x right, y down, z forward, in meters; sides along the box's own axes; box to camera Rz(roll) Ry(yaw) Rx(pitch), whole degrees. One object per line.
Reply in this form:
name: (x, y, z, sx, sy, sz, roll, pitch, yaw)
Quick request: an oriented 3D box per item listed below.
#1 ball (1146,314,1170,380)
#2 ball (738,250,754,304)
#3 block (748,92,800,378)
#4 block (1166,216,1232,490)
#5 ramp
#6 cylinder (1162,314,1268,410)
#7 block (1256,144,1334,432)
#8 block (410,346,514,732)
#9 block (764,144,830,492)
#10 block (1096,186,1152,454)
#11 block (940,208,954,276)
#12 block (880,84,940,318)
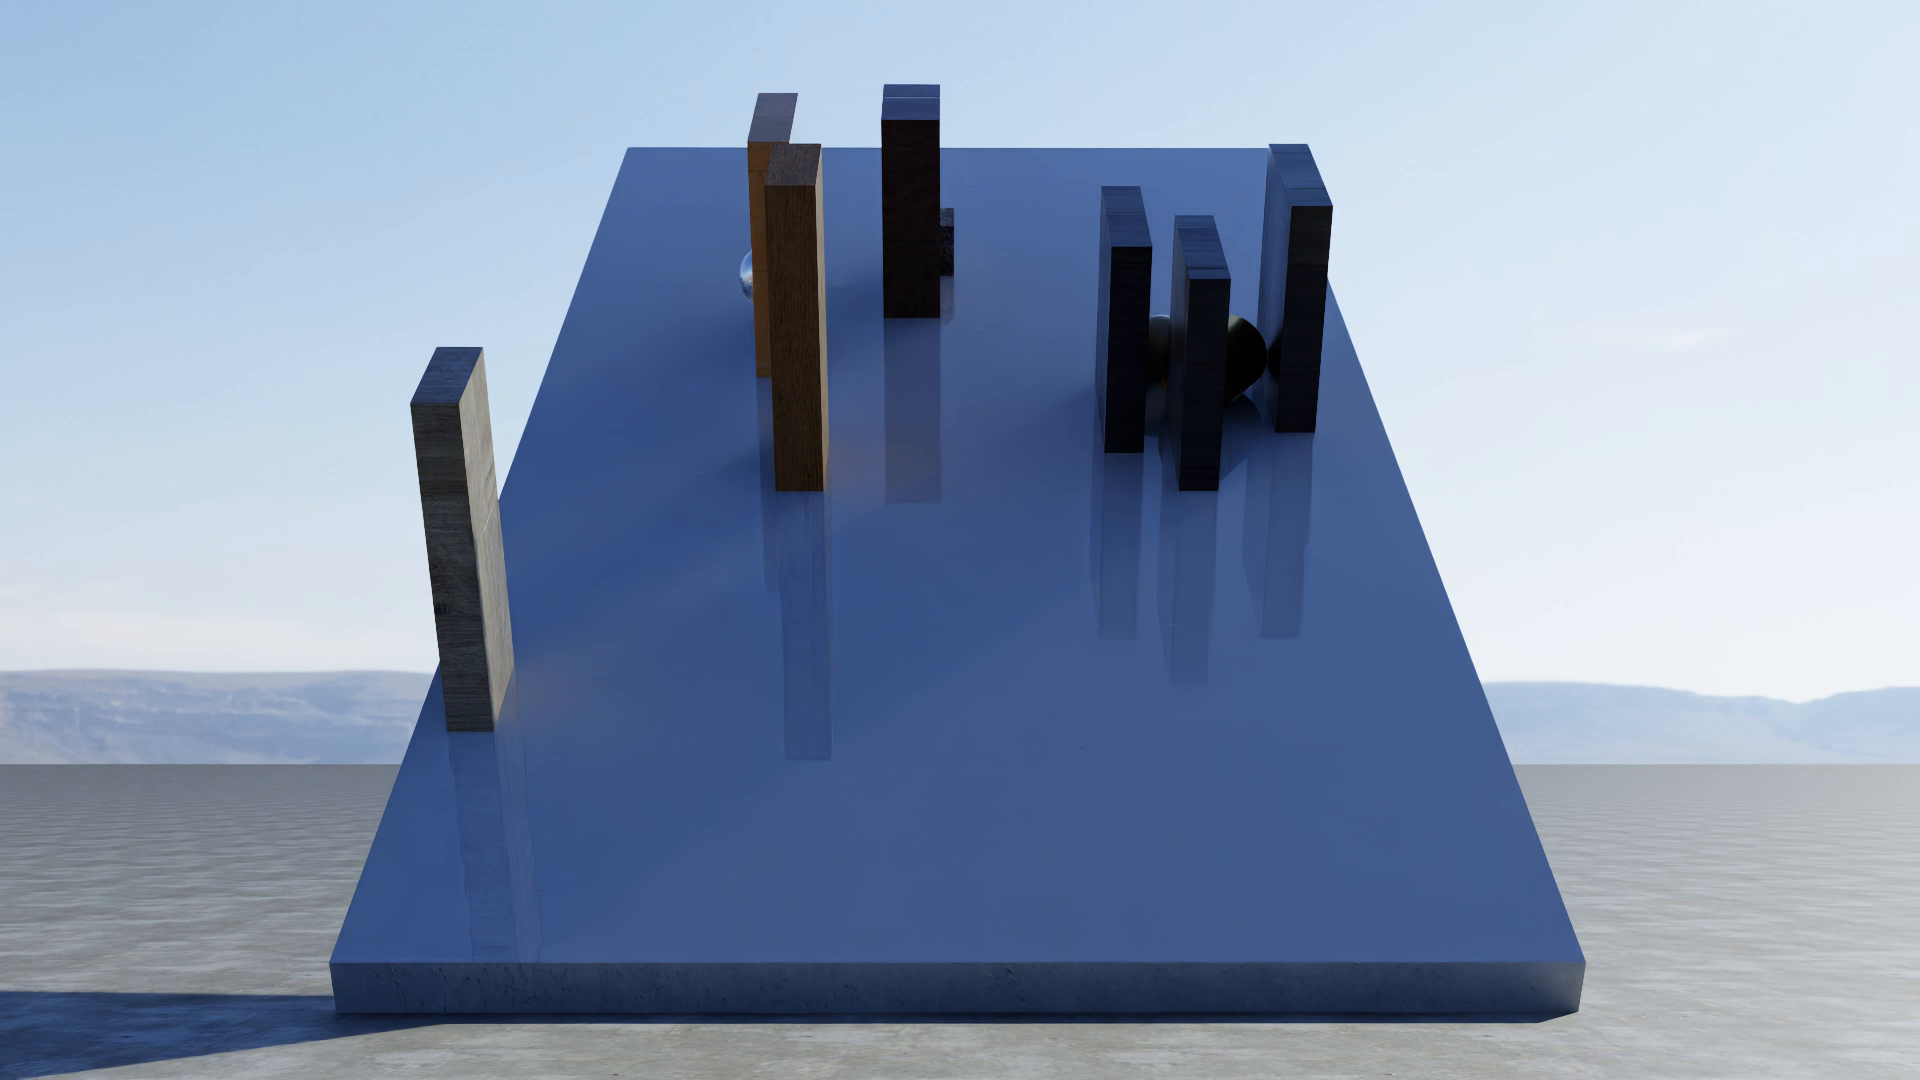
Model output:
ball: (0.486, -0.467, 5.774, 0.157, 0.157, 0.157, 0, -5, 0)
ball: (-0.490, -0.681, 6.162, 0.165, 0.165, 0.165, 0, -5, 0)
block: (-0.445, -0.746, 5.824, 0.098, 0.596, 0.371, 0, 28, 0)
block: (0.527, -0.420, 5.318, 0.087, 0.501, 0.384, 0, 28, 0)
ramp: (-0.011, -0.223, 5.584, 2.000, 0.100, 4.000, 0, 28, 0)
cylinder: (0.602, -0.414, 5.641, 0.189, 0.189, 0.189, -4, 22, 34)
block: (0.777, -0.594, 5.592, 0.092, 0.554, 0.427, 0, 28, 0)
block: (-0.900, 0.002, 4.342, 0.084, 0.664, 0.242, 0, 28, 0)
block: (-0.353, -0.483, 5.213, 0.106, 0.707, 0.271, 0, 28, 0)
block: (0.373, -0.510, 5.489, 0.089, 0.500, 0.389, 0, 28, 0)
block: (-0.087, -0.802, 6.418, 0.141, 0.141, 0.141, 0, 28, 0)
block: (-0.124, -0.872, 6.136, 0.145, 0.528, 0.293, 0, 28, 0)
